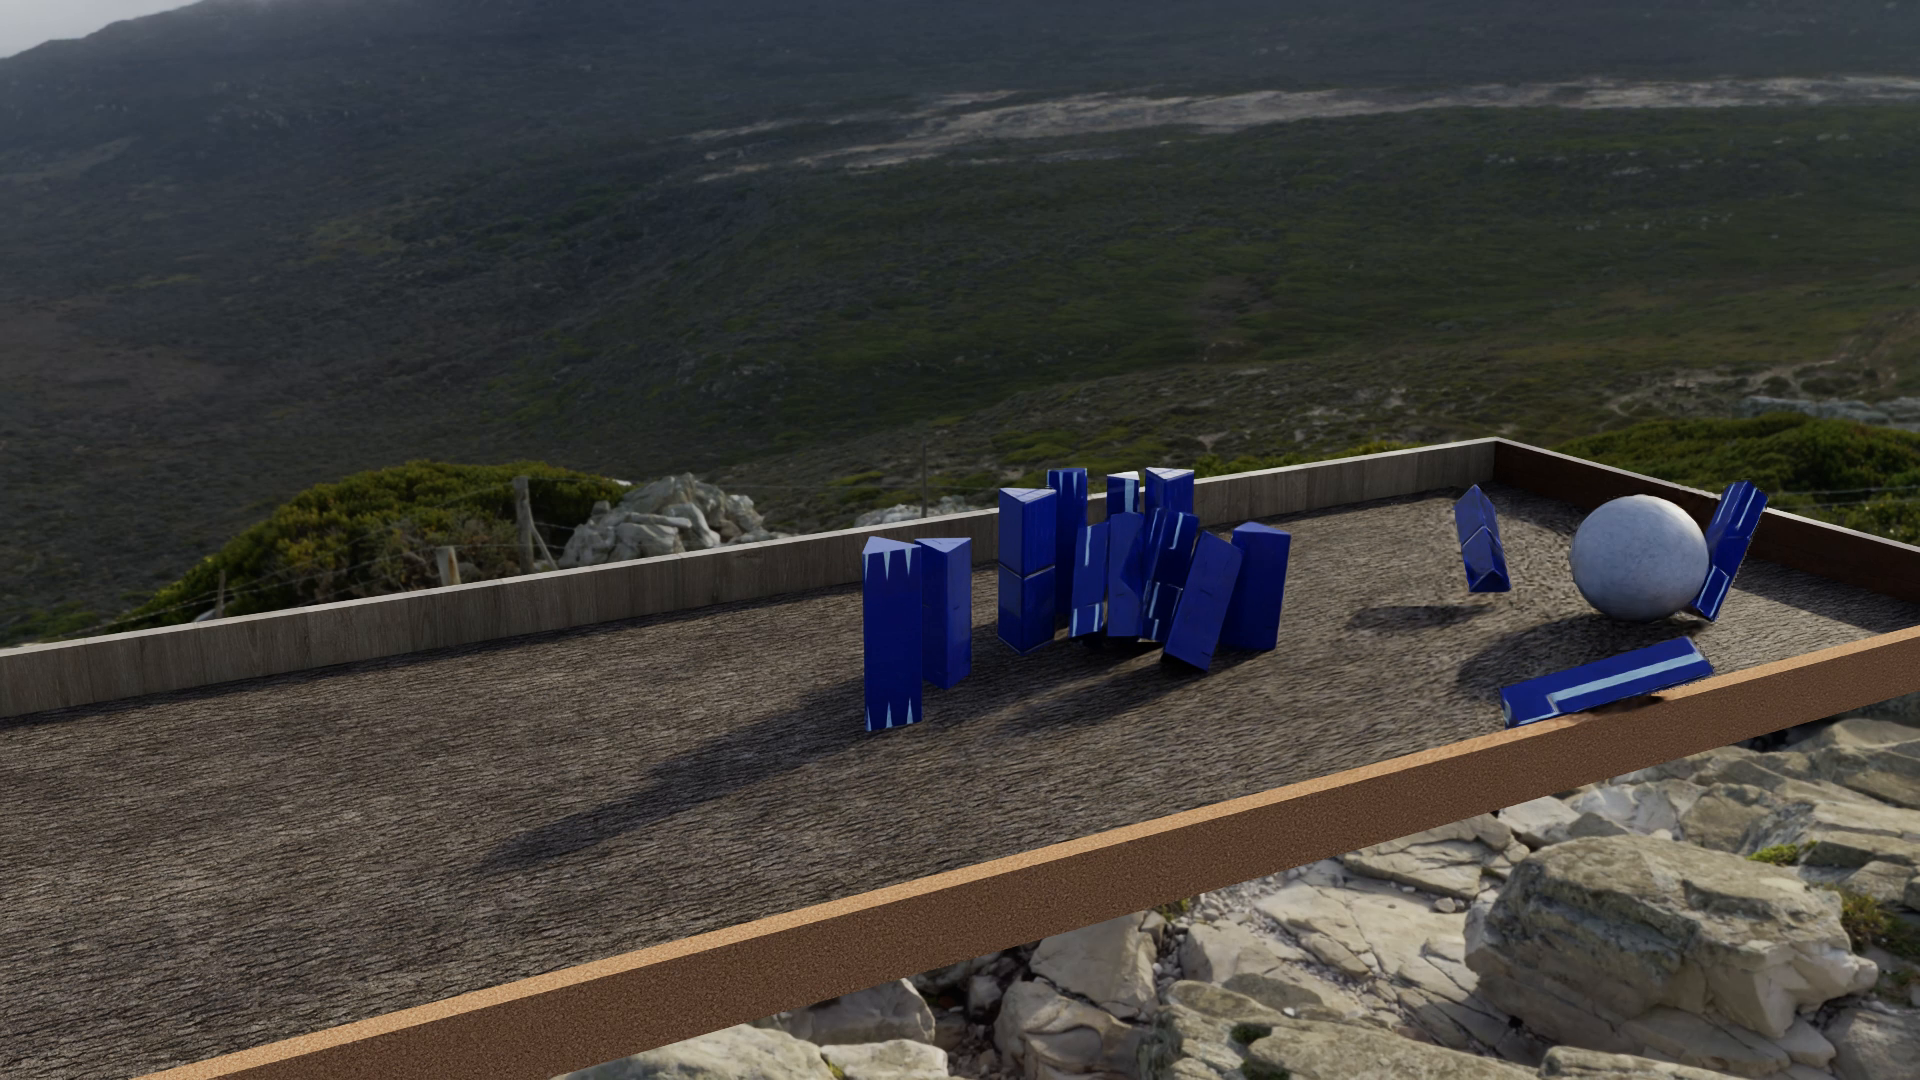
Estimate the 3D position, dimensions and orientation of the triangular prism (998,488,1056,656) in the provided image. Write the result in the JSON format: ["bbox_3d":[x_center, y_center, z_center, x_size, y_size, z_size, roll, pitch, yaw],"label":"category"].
[{"bbox_3d":[0.156,0.076,4.350,0.128,0.420,0.148,12,20,35],"label":"triangular prism"}]

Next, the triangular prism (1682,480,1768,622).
[{"bbox_3d":[2.113,0.025,4.615,0.110,0.388,0.095,31,-8,-29],"label":"triangular prism"}]

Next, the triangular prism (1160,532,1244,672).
[{"bbox_3d":[0.600,0.159,4.260,0.139,0.332,0.121,25,-13,-24],"label":"triangular prism"}]

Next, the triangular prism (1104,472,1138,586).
[{"bbox_3d":[0.495,-0.030,4.860,0.102,0.337,0.088,10,19,30],"label":"triangular prism"}]

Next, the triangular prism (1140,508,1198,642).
[{"bbox_3d":[0.517,0.090,4.409,0.129,0.345,0.112,13,0,-41],"label":"triangular prism"}]

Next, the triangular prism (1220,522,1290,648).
[{"bbox_3d":[0.769,0.117,4.392,0.151,0.313,0.131,4,13,-6],"label":"triangular prism"}]

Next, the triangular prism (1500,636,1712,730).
[{"bbox_3d":[1.407,0.312,3.618,0.436,0.094,0.109,-15,-14,-2],"label":"triangular prism"}]

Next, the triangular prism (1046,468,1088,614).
[{"bbox_3d":[0.328,0.002,4.627,0.119,0.402,0.103,5,12,39],"label":"triangular prism"}]

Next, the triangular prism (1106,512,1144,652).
[{"bbox_3d":[0.456,0.100,4.410,0.079,0.390,0.091,-22,-42,35],"label":"triangular prism"}]

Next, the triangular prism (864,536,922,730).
[{"bbox_3d":[-0.180,0.214,3.864,0.143,0.431,0.124,-8,18,-25],"label":"triangular prism"}]

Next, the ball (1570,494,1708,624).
[{"bbox_3d":[1.871,0.052,4.549,0.354,0.354,0.354,0,16,0],"label":"ball"}]

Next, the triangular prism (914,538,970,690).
[{"bbox_3d":[-0.023,0.176,4.125,0.120,0.356,0.139,-11,20,-33],"label":"triangular prism"}]

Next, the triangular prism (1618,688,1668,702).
[{"bbox_3d":[1.485,0.379,3.819,0.315,0.131,0.151,-4,17,-14],"label":"triangular prism"}]

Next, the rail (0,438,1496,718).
[{"bbox_3d":[-3.305,0.497,3.399,12.000,0.150,0.050,-9,18,-27],"label":"rail"}]

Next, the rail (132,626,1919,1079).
[{"bbox_3d":[-2.336,1.006,1.665,12.000,0.150,0.050,-9,18,-27],"label":"rail"}]

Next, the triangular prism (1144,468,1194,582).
[{"bbox_3d":[0.558,0.009,4.588,0.114,0.414,0.131,15,22,41],"label":"triangular prism"}]

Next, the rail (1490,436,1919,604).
[{"bbox_3d":[2.466,-0.048,5.253,0.050,0.150,2.100,-9,18,-27],"label":"rail"}]

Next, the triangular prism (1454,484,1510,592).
[{"bbox_3d":[1.525,-0.008,4.813,0.111,0.096,0.332,-3,49,8],"label":"triangular prism"}]

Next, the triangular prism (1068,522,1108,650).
[{"bbox_3d":[0.365,0.113,4.415,0.096,0.083,0.361,23,51,-20],"label":"triangular prism"}]
